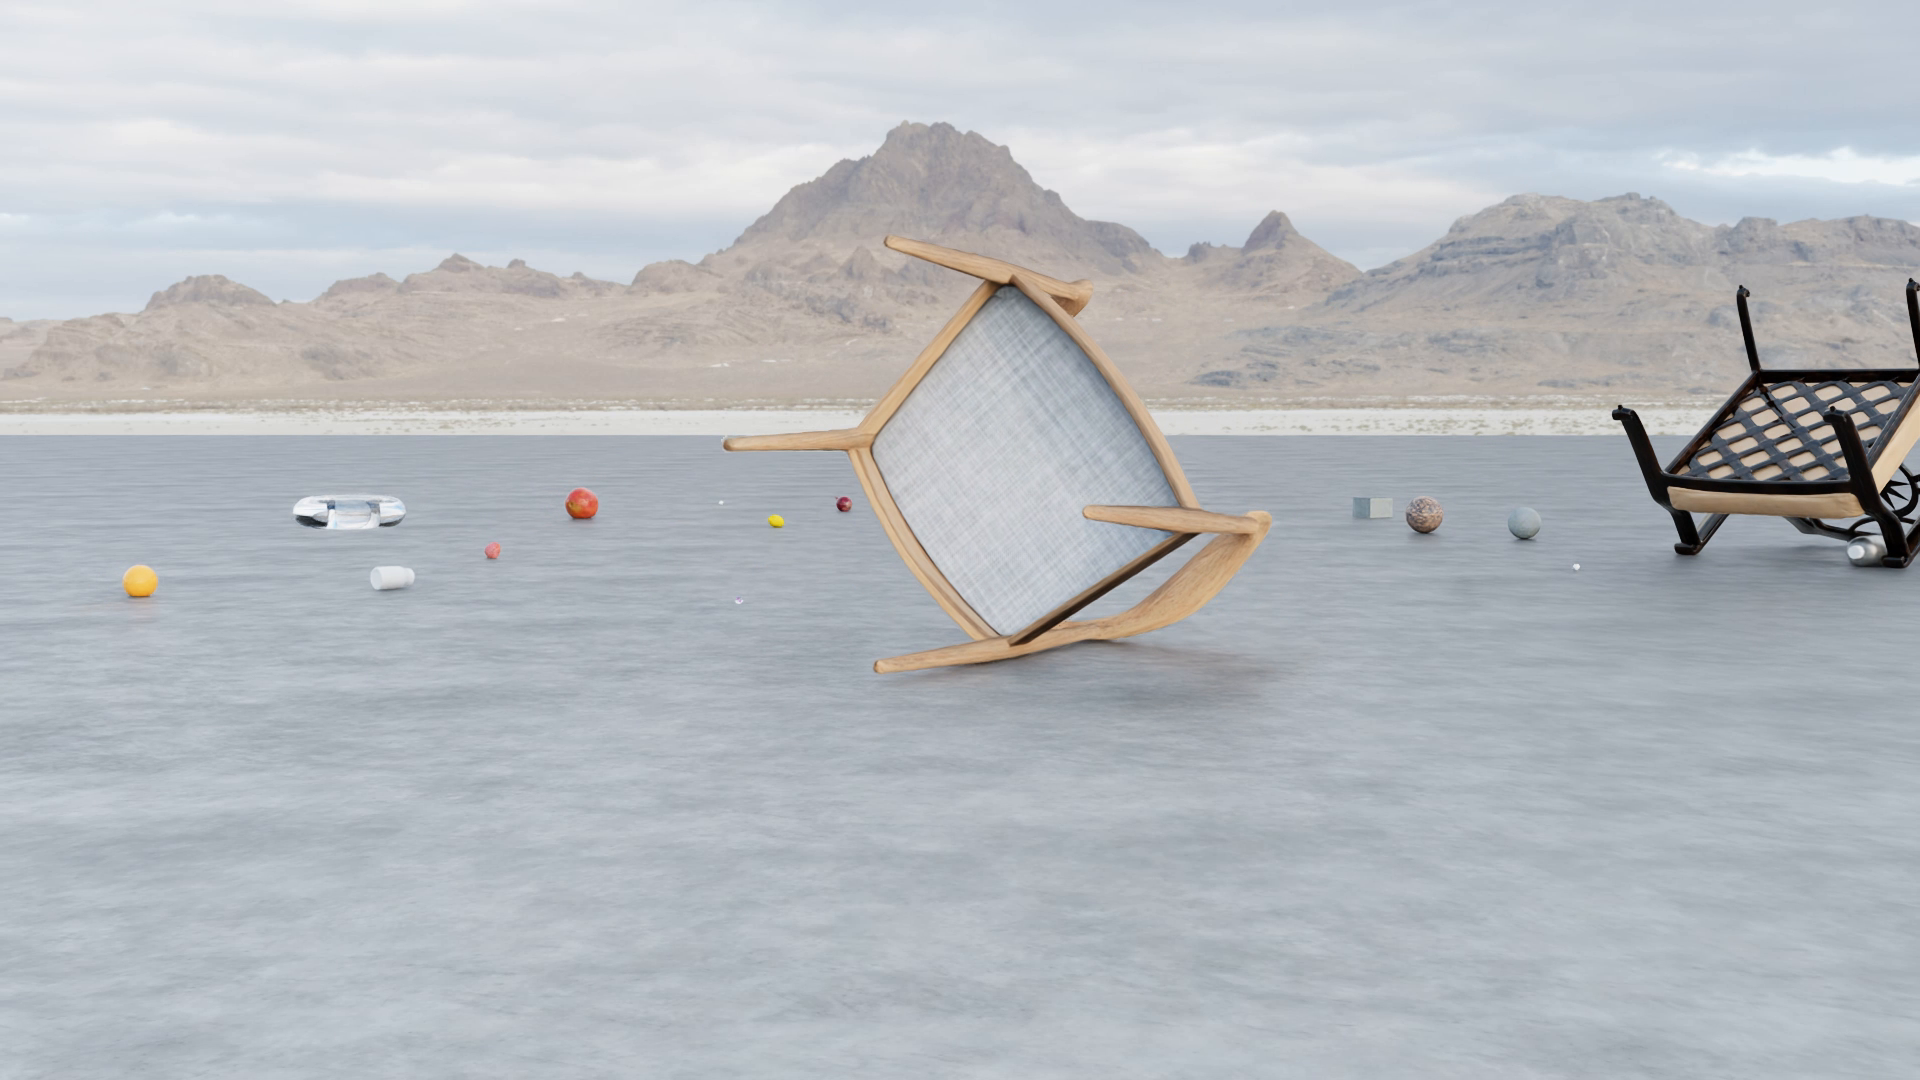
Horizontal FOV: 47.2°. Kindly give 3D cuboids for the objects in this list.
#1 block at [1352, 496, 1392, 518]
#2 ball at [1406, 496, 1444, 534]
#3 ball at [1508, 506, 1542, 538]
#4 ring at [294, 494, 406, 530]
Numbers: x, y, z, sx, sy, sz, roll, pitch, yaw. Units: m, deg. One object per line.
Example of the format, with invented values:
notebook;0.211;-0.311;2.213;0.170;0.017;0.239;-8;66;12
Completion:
block;1.452;-0.116;7.740;0.098;0.068;0.099;-2;4;-28
ball;1.447;-0.080;6.851;0.117;0.117;0.117;0;4;0
ball;1.692;-0.052;6.591;0.097;0.097;0.097;0;4;0
ring;-1.986;-0.091;7.160;0.299;0.101;0.381;4;5;39
